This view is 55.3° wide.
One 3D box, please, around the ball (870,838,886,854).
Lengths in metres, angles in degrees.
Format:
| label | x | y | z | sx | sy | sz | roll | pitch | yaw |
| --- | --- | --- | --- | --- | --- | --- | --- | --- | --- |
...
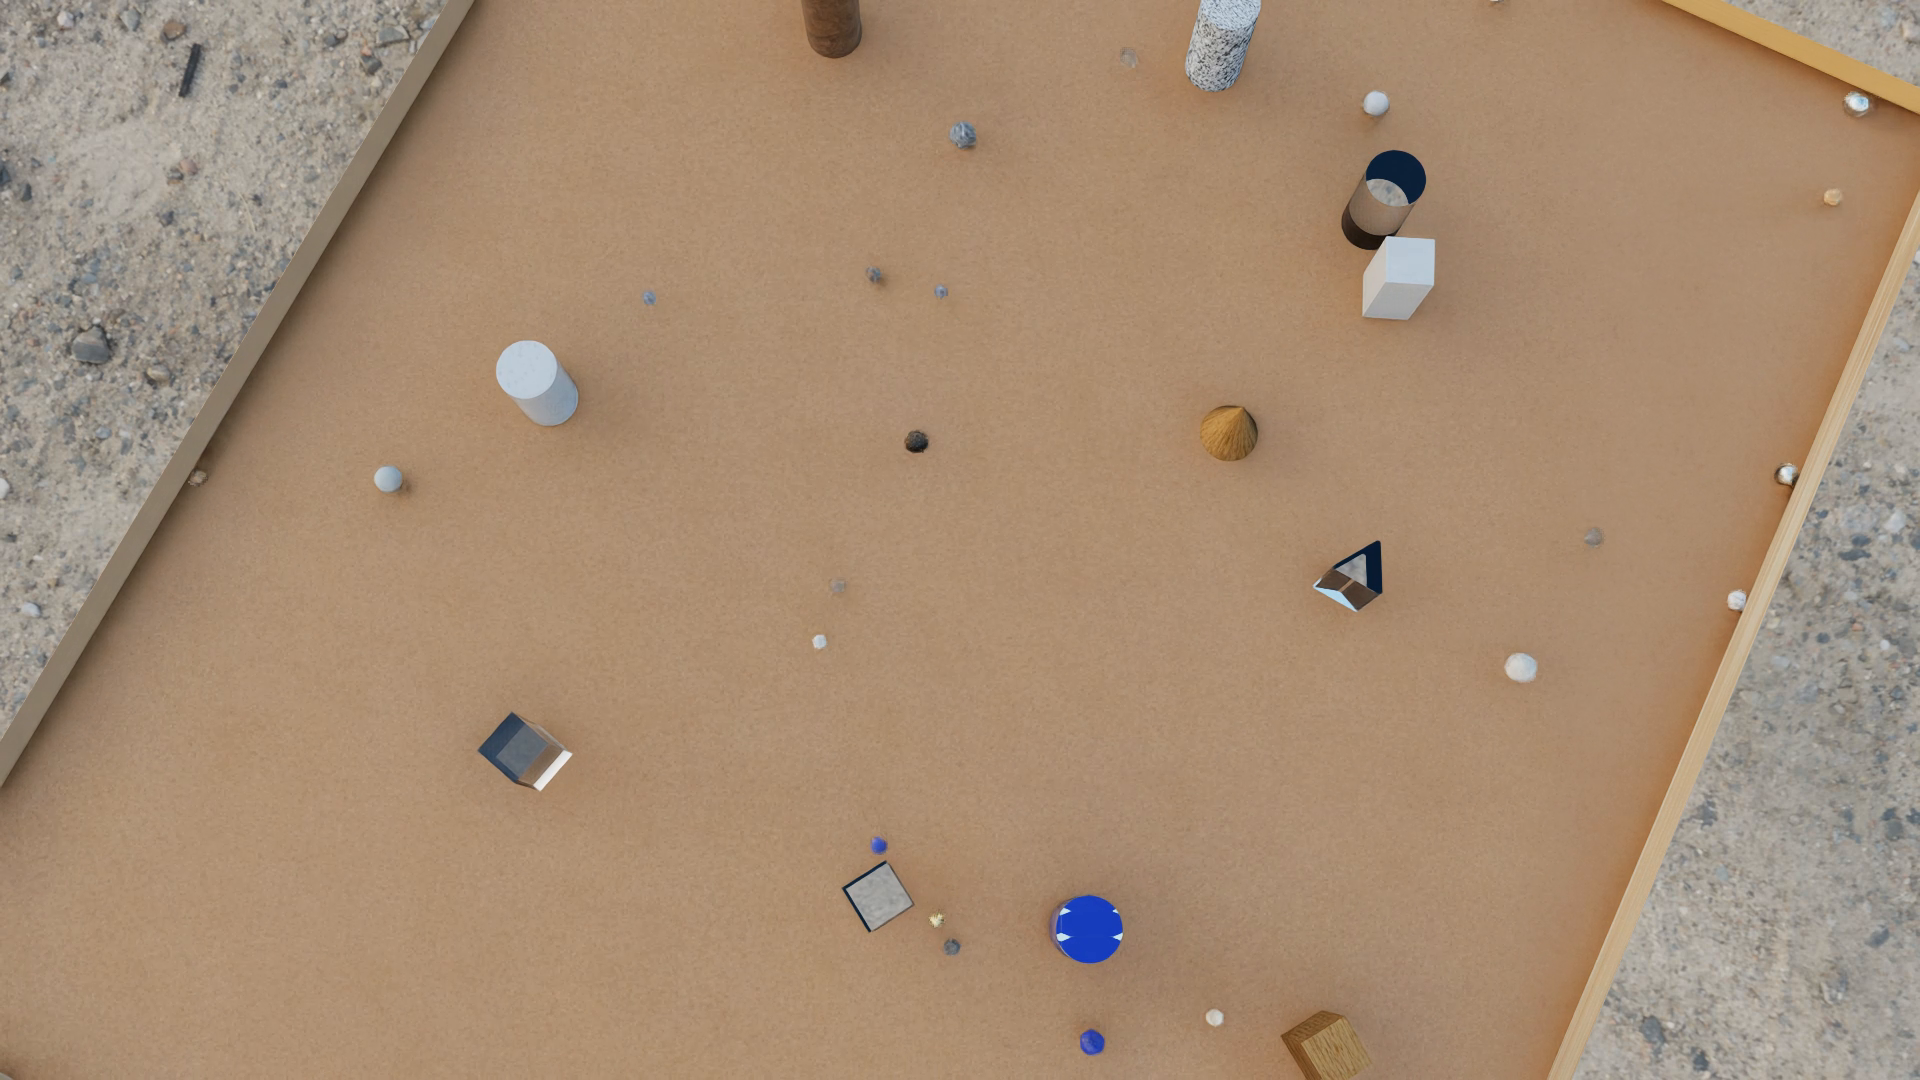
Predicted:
| label | x | y | z | sx | sy | sz | roll | pitch | yaw |
| --- | --- | --- | --- | --- | --- | --- | --- | --- | --- |
| ball | -0.242 | 0.901 | 5.406 | 0.047 | 0.047 | 0.047 | 0 | 78 | 0 |

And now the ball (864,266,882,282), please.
| label | x | y | z | sx | sy | sz | roll | pitch | yaw |
| --- | --- | --- | --- | --- | --- | --- | --- | --- | --- |
| ball | -0.274 | -0.835 | 5.762 | 0.052 | 0.052 | 0.052 | 0 | 78 | 0 |

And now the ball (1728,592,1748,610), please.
| label | x | y | z | sx | sy | sz | roll | pitch | yaw |
| --- | --- | --- | --- | --- | --- | --- | --- | --- | --- |
| ball | 2.354 | 0.186 | 5.548 | 0.059 | 0.059 | 0.059 | 0 | 78 | 0 |

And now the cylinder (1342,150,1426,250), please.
| label | x | y | z | sx | sy | sz | roll | pitch | yaw |
| --- | --- | --- | --- | --- | --- | --- | --- | --- | --- |
| cylinder | 1.301 | -1.043 | 5.646 | 0.180 | 0.363 | 0.180 | 0 | 78 | 0 |

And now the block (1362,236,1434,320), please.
| label | x | y | z | sx | sy | sz | roll | pitch | yaw |
| --- | --- | --- | --- | --- | --- | --- | --- | --- | --- |
| block | 1.341 | -0.799 | 5.616 | 0.144 | 0.324 | 0.144 | 4 | 78 | 1 |

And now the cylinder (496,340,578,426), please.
| label | x | y | z | sx | sy | sz | roll | pitch | yaw |
| --- | --- | --- | --- | --- | --- | --- | --- | --- | --- |
| cylinder | -1.278 | -0.472 | 5.556 | 0.180 | 0.310 | 0.180 | 0 | 78 | 0 |

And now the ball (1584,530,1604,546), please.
| label | x | y | z | sx | sy | sz | roll | pitch | yaw |
| --- | --- | --- | --- | --- | --- | --- | --- | --- | --- |
| ball | 1.934 | -0.006 | 5.590 | 0.053 | 0.053 | 0.053 | 0 | 78 | 0 |

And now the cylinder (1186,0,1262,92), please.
| label | x | y | z | sx | sy | sz | roll | pitch | yaw |
| --- | --- | --- | --- | --- | --- | --- | --- | --- | --- |
| cylinder | 0.818 | -1.577 | 5.728 | 0.180 | 0.420 | 0.180 | 0 | 78 | 0 |

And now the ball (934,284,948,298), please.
| label | x | y | z | sx | sy | sz | roll | pitch | yaw |
| --- | --- | --- | --- | --- | --- | --- | --- | --- | --- |
| ball | -0.059 | -0.780 | 5.756 | 0.042 | 0.042 | 0.042 | 0 | 78 | 0 |

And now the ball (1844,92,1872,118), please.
| label | x | y | z | sx | sy | sz | roll | pitch | yaw |
| --- | --- | --- | --- | --- | --- | --- | --- | --- | --- |
| ball | 2.874 | -1.393 | 5.865 | 0.076 | 0.076 | 0.076 | 0 | 78 | 0 |

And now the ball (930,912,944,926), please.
| label | x | y | z | sx | sy | sz | roll | pitch | yaw |
| --- | --- | --- | --- | --- | --- | --- | --- | --- | --- |
| ball | -0.066 | 1.110 | 5.366 | 0.041 | 0.041 | 0.041 | 0 | 78 | 0 |

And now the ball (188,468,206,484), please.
| label | x | y | z | sx | sy | sz | roll | pitch | yaw |
| --- | --- | --- | --- | --- | --- | --- | --- | --- | --- |
| ball | -2.344 | -0.196 | 5.631 | 0.050 | 0.050 | 0.050 | 0 | 78 | 0 |

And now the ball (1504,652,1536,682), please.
| label | x | y | z | sx | sy | sz | roll | pitch | yaw |
| --- | --- | --- | --- | --- | --- | --- | --- | --- | --- |
| ball | 1.680 | 0.381 | 5.492 | 0.090 | 0.090 | 0.090 | 0 | 78 | 0 |

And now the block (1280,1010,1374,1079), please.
| label | x | y | z | sx | sy | sz | roll | pitch | yaw |
| --- | --- | --- | --- | --- | --- | --- | --- | --- | --- |
| block | 1.028 | 1.431 | 5.152 | 0.144 | 0.331 | 0.144 | -30 | 80 | -6 |

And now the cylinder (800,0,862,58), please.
| label | x | y | z | sx | sy | sz | roll | pitch | yaw |
| --- | --- | --- | --- | --- | --- | --- | --- | --- | --- |
| cylinder | -0.408 | -1.691 | 5.752 | 0.180 | 0.418 | 0.180 | 0 | 78 | 0 |

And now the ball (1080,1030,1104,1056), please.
| label | x | y | z | sx | sy | sz | roll | pitch | yaw |
| --- | --- | --- | --- | --- | --- | --- | --- | --- | --- |
| ball | 0.380 | 1.447 | 5.281 | 0.071 | 0.071 | 0.071 | 0 | 78 | 0 |

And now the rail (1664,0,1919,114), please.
| label | x | y | z | sx | sy | sz | roll | pitch | yaw |
| --- | --- | --- | --- | --- | --- | --- | --- | --- | --- |
| rail | 1.178 | -2.302 | 6.031 | 4.495 | 0.117 | 0.045 | 26 | 80 | 5 |

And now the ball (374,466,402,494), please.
| label | x | y | z | sx | sy | sz | roll | pitch | yaw |
| --- | --- | --- | --- | --- | --- | --- | --- | --- | --- |
| ball | -1.750 | -0.185 | 5.612 | 0.083 | 0.083 | 0.083 | 0 | 78 | 0 |

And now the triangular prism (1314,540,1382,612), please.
| label | x | y | z | sx | sy | sz | roll | pitch | yaw |
| --- | --- | --- | --- | --- | --- | --- | --- | --- | --- |
| triangular prism | 1.177 | 0.091 | 5.437 | 0.156 | 0.314 | 0.135 | 30 | 80 | 6 |

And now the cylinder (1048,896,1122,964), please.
| label | x | y | z | sx | sy | sz | roll | pitch | yaw |
| --- | --- | --- | --- | --- | --- | --- | --- | --- | --- |
| cylinder | 0.350 | 1.097 | 5.169 | 0.180 | 0.432 | 0.180 | 0 | 78 | 0 |

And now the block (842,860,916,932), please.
| label | x | y | z | sx | sy | sz | roll | pitch | yaw |
| --- | --- | --- | --- | --- | --- | --- | --- | --- | --- |
| block | -0.231 | 1.023 | 5.253 | 0.144 | 0.298 | 0.144 | -32 | 80 | -6 |

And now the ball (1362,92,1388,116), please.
| label | x | y | z | sx | sy | sz | roll | pitch | yaw |
| --- | --- | --- | --- | --- | --- | --- | --- | --- | --- |
| ball | 1.330 | -1.395 | 5.864 | 0.078 | 0.078 | 0.078 | 0 | 78 | 0 |

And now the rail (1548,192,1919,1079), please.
| label | x | y | z | sx | sy | sz | roll | pitch | yaw |
| --- | --- | --- | --- | --- | --- | --- | --- | --- | --- |
| rail | 1.989 | 0.980 | 5.353 | 0.045 | 0.117 | 5.317 | 26 | 80 | 5 |

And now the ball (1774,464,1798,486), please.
| label | x | y | z | sx | sy | sz | roll | pitch | yaw |
| --- | --- | --- | --- | --- | --- | --- | --- | --- | --- |
| ball | 2.536 | -0.198 | 5.624 | 0.065 | 0.065 | 0.065 | 0 | 78 | 0 |

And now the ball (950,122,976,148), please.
| label | x | y | z | sx | sy | sz | roll | pitch | yaw |
| --- | --- | --- | --- | --- | --- | --- | --- | --- | --- |
| ball | 0.010 | -1.289 | 5.840 | 0.084 | 0.084 | 0.084 | 0 | 78 | 0 |

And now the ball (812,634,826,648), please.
| label | x | y | z | sx | sy | sz | roll | pitch | yaw |
| --- | --- | --- | --- | --- | --- | --- | --- | --- | --- |
| ball | -0.424 | 0.306 | 5.532 | 0.041 | 0.041 | 0.041 | 0 | 78 | 0 |

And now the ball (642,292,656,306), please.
| label | x | y | z | sx | sy | sz | roll | pitch | yaw |
| --- | --- | --- | --- | --- | --- | --- | --- | --- | --- |
| ball | -0.974 | -0.758 | 5.752 | 0.041 | 0.041 | 0.041 | 0 | 78 | 0 |

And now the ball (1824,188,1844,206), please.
| label | x | y | z | sx | sy | sz | roll | pitch | yaw |
| --- | --- | --- | --- | --- | --- | --- | --- | --- | --- |
| ball | 2.770 | -1.086 | 5.812 | 0.056 | 0.056 | 0.056 | 0 | 78 | 0 |

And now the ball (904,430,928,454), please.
| label | x | y | z | sx | sy | sz | roll | pitch | yaw |
| --- | --- | --- | --- | --- | --- | --- | --- | --- | --- |
| ball | -0.134 | -0.303 | 5.642 | 0.072 | 0.072 | 0.072 | 0 | 78 | 0 |

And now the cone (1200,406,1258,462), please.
| label | x | y | z | sx | sy | sz | roll | pitch | yaw |
| --- | --- | --- | --- | --- | --- | --- | --- | --- | --- |
| cone | 0.834 | -0.361 | 5.537 | 0.180 | 0.302 | 0.180 | 0 | 78 | 0 |

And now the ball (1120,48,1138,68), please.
| label | x | y | z | sx | sy | sz | roll | pitch | yaw |
| --- | --- | --- | --- | --- | --- | --- | --- | --- | --- |
| ball | 0.547 | -1.555 | 5.908 | 0.057 | 0.057 | 0.057 | 0 | 78 | 0 |

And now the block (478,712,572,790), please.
| label | x | y | z | sx | sy | sz | roll | pitch | yaw |
| --- | --- | --- | --- | --- | --- | --- | --- | --- | --- |
| block | -1.260 | 0.617 | 5.325 | 0.144 | 0.321 | 0.144 | 39 | 81 | 7 |

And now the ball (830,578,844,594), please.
| label | x | y | z | sx | sy | sz | roll | pitch | yaw |
| --- | --- | --- | --- | --- | --- | --- | --- | --- | --- |
| ball | -0.372 | 0.140 | 5.564 | 0.045 | 0.045 | 0.045 | 0 | 78 | 0 |

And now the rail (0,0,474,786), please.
| label | x | y | z | sx | sy | sz | roll | pitch | yaw |
| --- | --- | --- | --- | --- | --- | --- | --- | --- | --- |
| rail | -1.989 | -0.968 | 5.756 | 0.045 | 0.117 | 5.317 | 26 | 80 | 5 |

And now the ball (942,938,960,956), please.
| label | x | y | z | sx | sy | sz | roll | pitch | yaw |
| --- | --- | --- | --- | --- | --- | --- | --- | --- | --- |
| ball | -0.026 | 1.187 | 5.345 | 0.050 | 0.050 | 0.050 | 0 | 78 | 0 |

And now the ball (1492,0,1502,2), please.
| label | x | y | z | sx | sy | sz | roll | pitch | yaw |
| --- | --- | --- | --- | --- | --- | --- | --- | --- | --- |
| ball | 1.745 | -1.780 | 5.949 | 0.068 | 0.068 | 0.068 | 0 | 78 | 0 |

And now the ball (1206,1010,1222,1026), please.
| label | x | y | z | sx | sy | sz | roll | pitch | yaw |
| --- | --- | --- | --- | --- | --- | --- | --- | --- | --- |
| ball | 0.736 | 1.383 | 5.306 | 0.048 | 0.048 | 0.048 | 0 | 78 | 0 |

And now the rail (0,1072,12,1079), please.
| label | x | y | z | sx | sy | sz | roll | pitch | yaw |
| --- | --- | --- | --- | --- | --- | --- | --- | --- | --- |
| rail | -1.178 | 2.314 | 5.077 | 4.495 | 0.117 | 0.045 | 26 | 80 | 5 |
